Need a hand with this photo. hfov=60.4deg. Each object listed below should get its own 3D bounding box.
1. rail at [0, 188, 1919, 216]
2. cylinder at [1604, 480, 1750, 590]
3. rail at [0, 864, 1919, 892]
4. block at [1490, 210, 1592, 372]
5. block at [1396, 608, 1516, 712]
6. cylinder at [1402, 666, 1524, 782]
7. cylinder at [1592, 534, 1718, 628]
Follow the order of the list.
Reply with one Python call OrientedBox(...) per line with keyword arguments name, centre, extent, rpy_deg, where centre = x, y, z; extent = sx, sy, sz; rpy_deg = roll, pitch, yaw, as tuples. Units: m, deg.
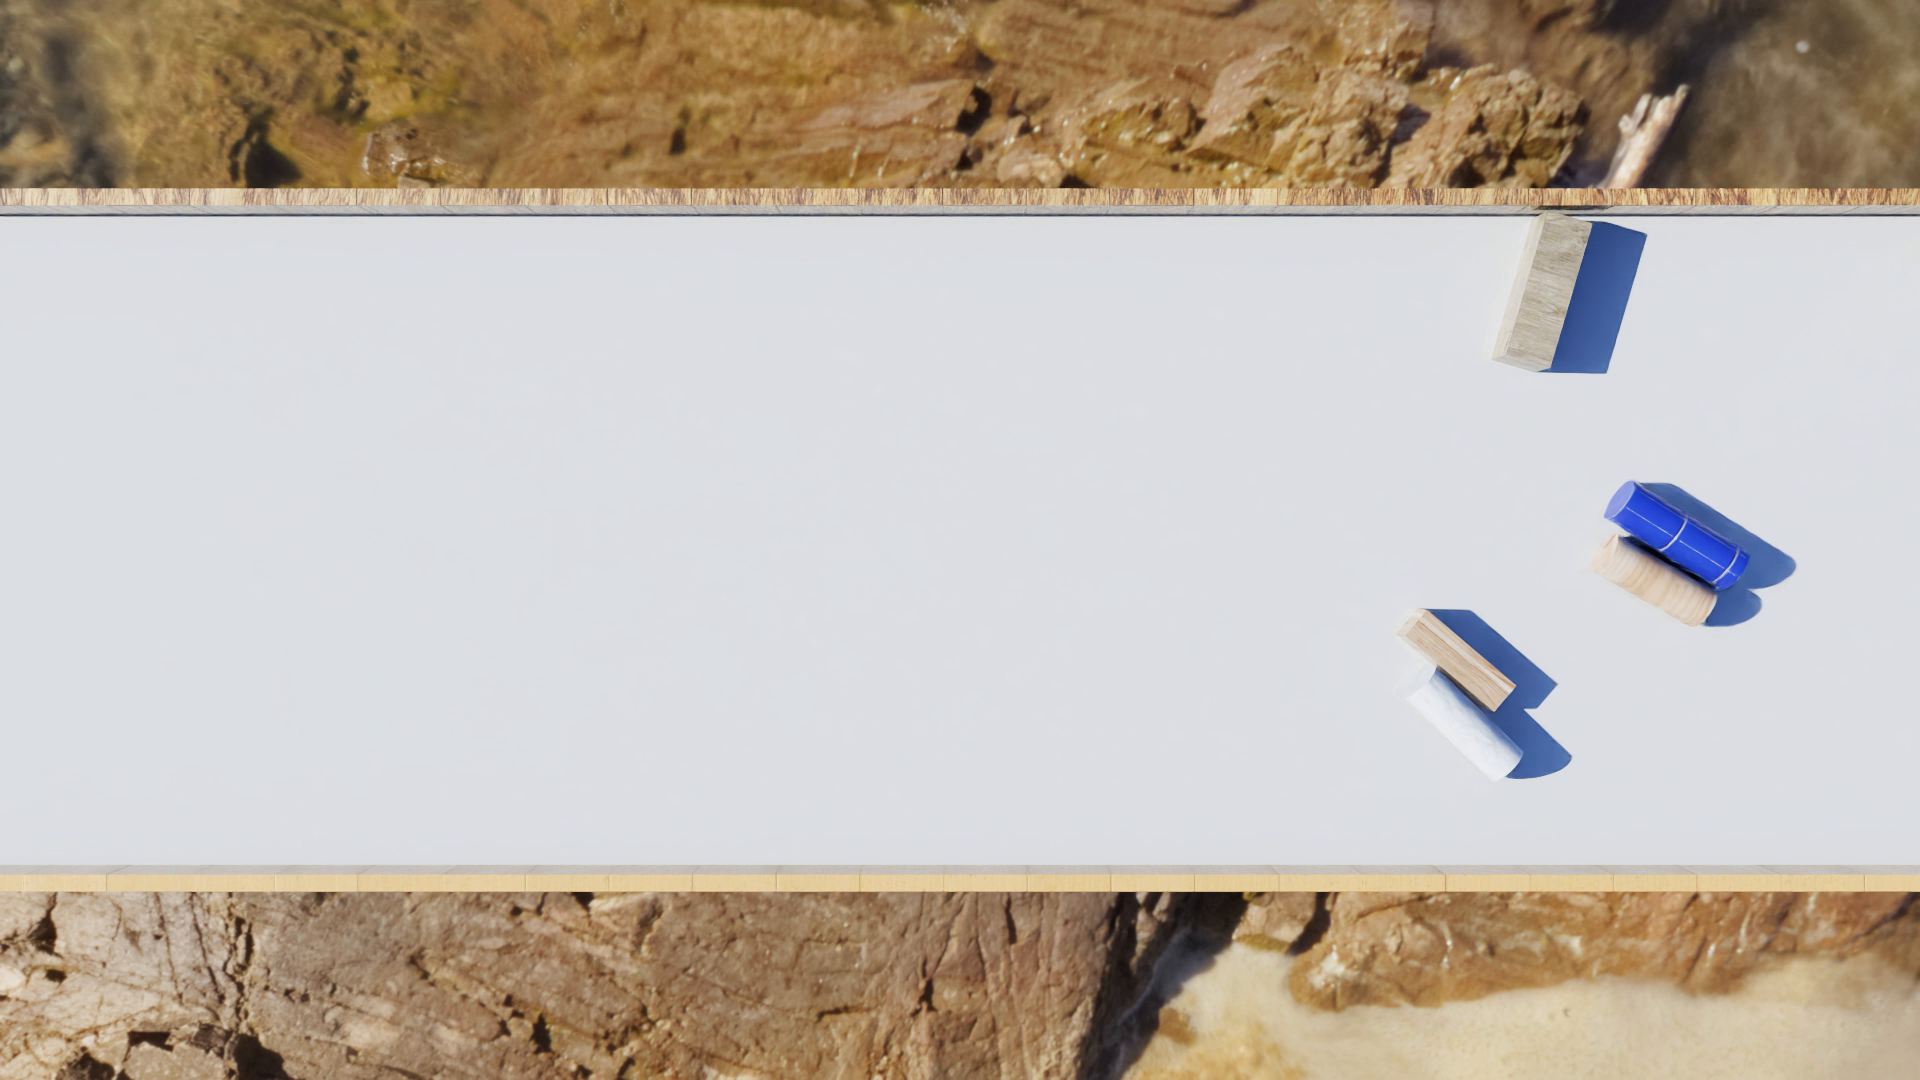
OrientedBox(name="rail", centre=(-2.247, -1.025, 5.002), extent=(12.000, 0.150, 0.050), rpy_deg=(0, 90, 0))
OrientedBox(name="cylinder", centre=(2.174, -0.015, 5.007), extent=(0.407, 0.139, 0.139), rpy_deg=(32, 90, 0))
OrientedBox(name="rail", centre=(-2.247, 1.025, 5.001), extent=(12.000, 0.150, 0.050), rpy_deg=(0, 90, 0))
OrientedBox(name="block", centre=(1.764, -0.751, 5.007), extent=(0.139, 0.139, 0.450), rpy_deg=(16, 90, 0))
OrientedBox(name="block", centre=(1.510, 0.364, 5.025), extent=(0.353, 0.103, 0.103), rpy_deg=(40, 90, 0))
OrientedBox(name="cylinder", centre=(1.527, 0.558, 5.009), extent=(0.366, 0.135, 0.135), rpy_deg=(44, 90, 0))
OrientedBox(name="cylinder", centre=(2.107, 0.124, 5.011), extent=(0.342, 0.132, 0.132), rpy_deg=(30, 90, 0))
